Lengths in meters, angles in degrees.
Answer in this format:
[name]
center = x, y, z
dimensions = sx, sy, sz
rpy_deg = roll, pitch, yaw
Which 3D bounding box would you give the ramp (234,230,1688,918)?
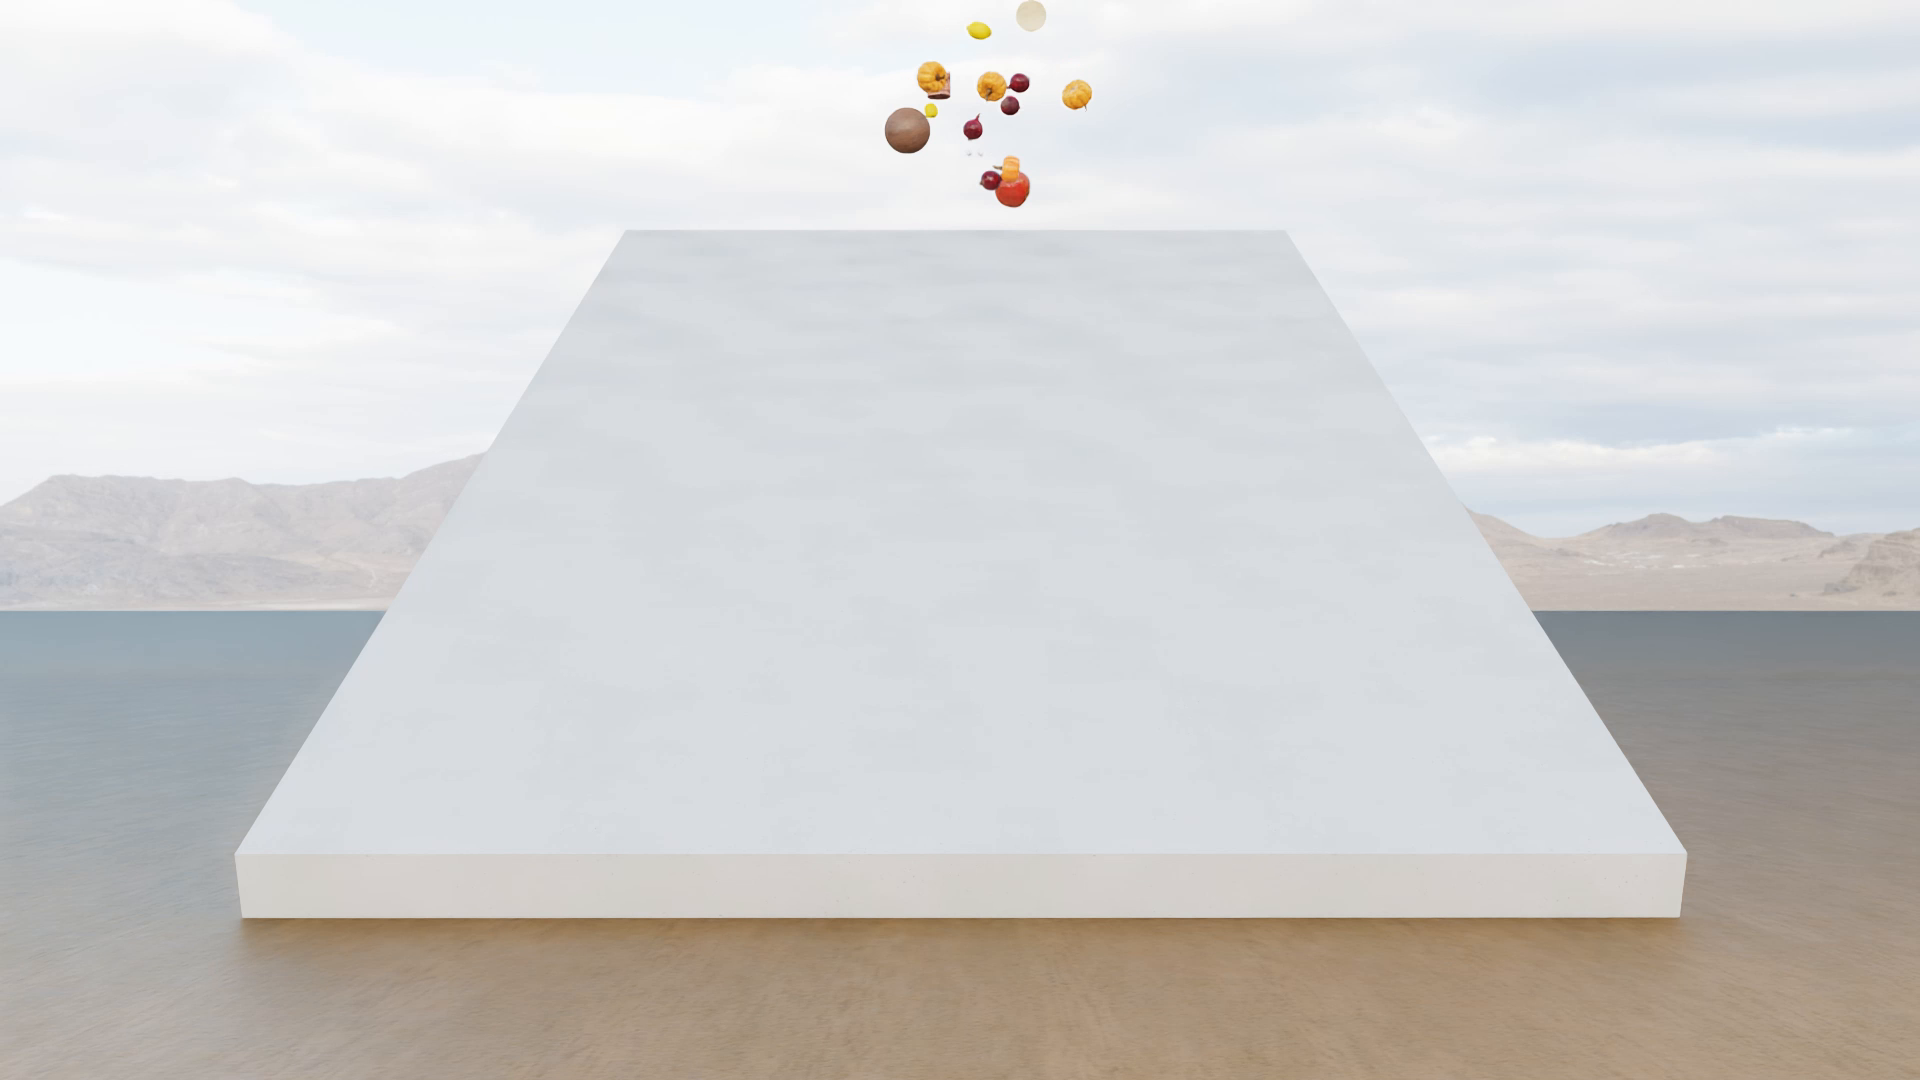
[ramp]
center = -0.005, -0.208, 5.017
dimensions = 2.000, 0.100, 4.000
rpy_deg = 0, 20, 0

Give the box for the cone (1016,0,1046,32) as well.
[cone]
center = 0.209, -1.502, 6.533
dimensions = 0.090, 0.090, 0.090
rpy_deg = 0, 3, 6

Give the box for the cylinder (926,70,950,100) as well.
[cylinder]
center = -0.064, -1.364, 6.801
dimensions = 0.071, 0.071, 0.071
rpy_deg = -1, -4, 0
